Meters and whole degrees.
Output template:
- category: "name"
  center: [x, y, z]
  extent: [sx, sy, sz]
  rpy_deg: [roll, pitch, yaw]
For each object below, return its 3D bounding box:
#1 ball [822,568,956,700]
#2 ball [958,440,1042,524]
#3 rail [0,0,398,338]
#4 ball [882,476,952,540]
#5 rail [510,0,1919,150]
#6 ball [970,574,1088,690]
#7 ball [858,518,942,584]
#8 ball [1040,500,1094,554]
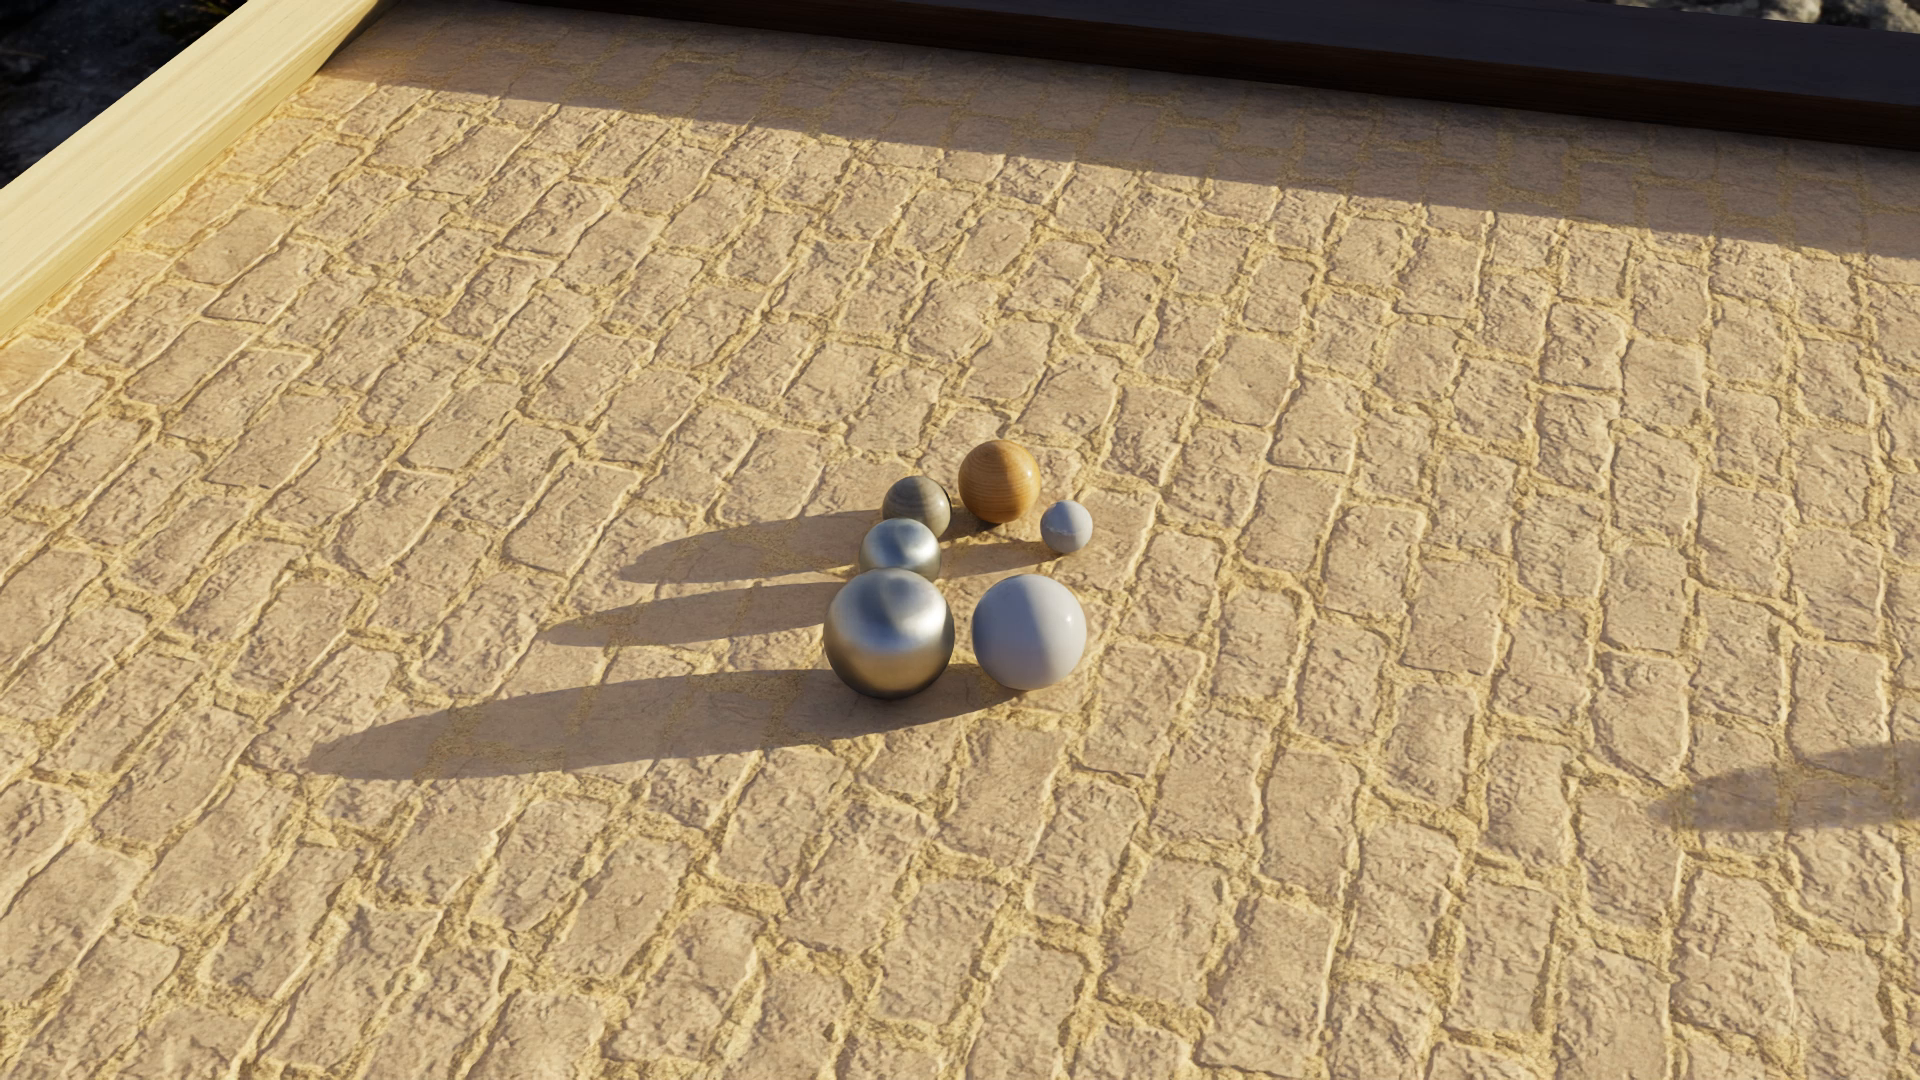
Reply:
- category: "ball"
  center: [-0.052, 0.069, 1.882]
  extent: [0.098, 0.098, 0.098]
  rpy_deg: [0, 34, 0]
- category: "ball"
  center: [0.032, -0.047, 2.082]
  extent: [0.068, 0.068, 0.068]
  rpy_deg: [0, 34, 0]
- category: "rail"
  center: [-0.894, -0.158, 2.193]
  extent: [0.045, 0.127, 2.033]
  rpy_deg: [8, 35, 12]
- category: "ball"
  center: [-0.034, -0.024, 2.057]
  extent: [0.056, 0.056, 0.056]
  rpy_deg: [0, 34, 0]
- category: "rail"
  center: [1.174, -0.421, 2.586]
  extent: [3.796, 0.127, 0.045]
  rpy_deg: [8, 35, 12]
- category: "ball"
  center: [0.050, 0.068, 1.893]
  extent: [0.087, 0.087, 0.087]
  rpy_deg: [0, 34, 0]
- category: "ball"
  center: [-0.046, 0.015, 1.993]
  extent: [0.065, 0.065, 0.065]
  rpy_deg: [0, 34, 0]
- category: "ball"
  center: [0.085, -0.011, 2.050]
  extent: [0.043, 0.043, 0.043]
  rpy_deg: [0, 34, 0]
